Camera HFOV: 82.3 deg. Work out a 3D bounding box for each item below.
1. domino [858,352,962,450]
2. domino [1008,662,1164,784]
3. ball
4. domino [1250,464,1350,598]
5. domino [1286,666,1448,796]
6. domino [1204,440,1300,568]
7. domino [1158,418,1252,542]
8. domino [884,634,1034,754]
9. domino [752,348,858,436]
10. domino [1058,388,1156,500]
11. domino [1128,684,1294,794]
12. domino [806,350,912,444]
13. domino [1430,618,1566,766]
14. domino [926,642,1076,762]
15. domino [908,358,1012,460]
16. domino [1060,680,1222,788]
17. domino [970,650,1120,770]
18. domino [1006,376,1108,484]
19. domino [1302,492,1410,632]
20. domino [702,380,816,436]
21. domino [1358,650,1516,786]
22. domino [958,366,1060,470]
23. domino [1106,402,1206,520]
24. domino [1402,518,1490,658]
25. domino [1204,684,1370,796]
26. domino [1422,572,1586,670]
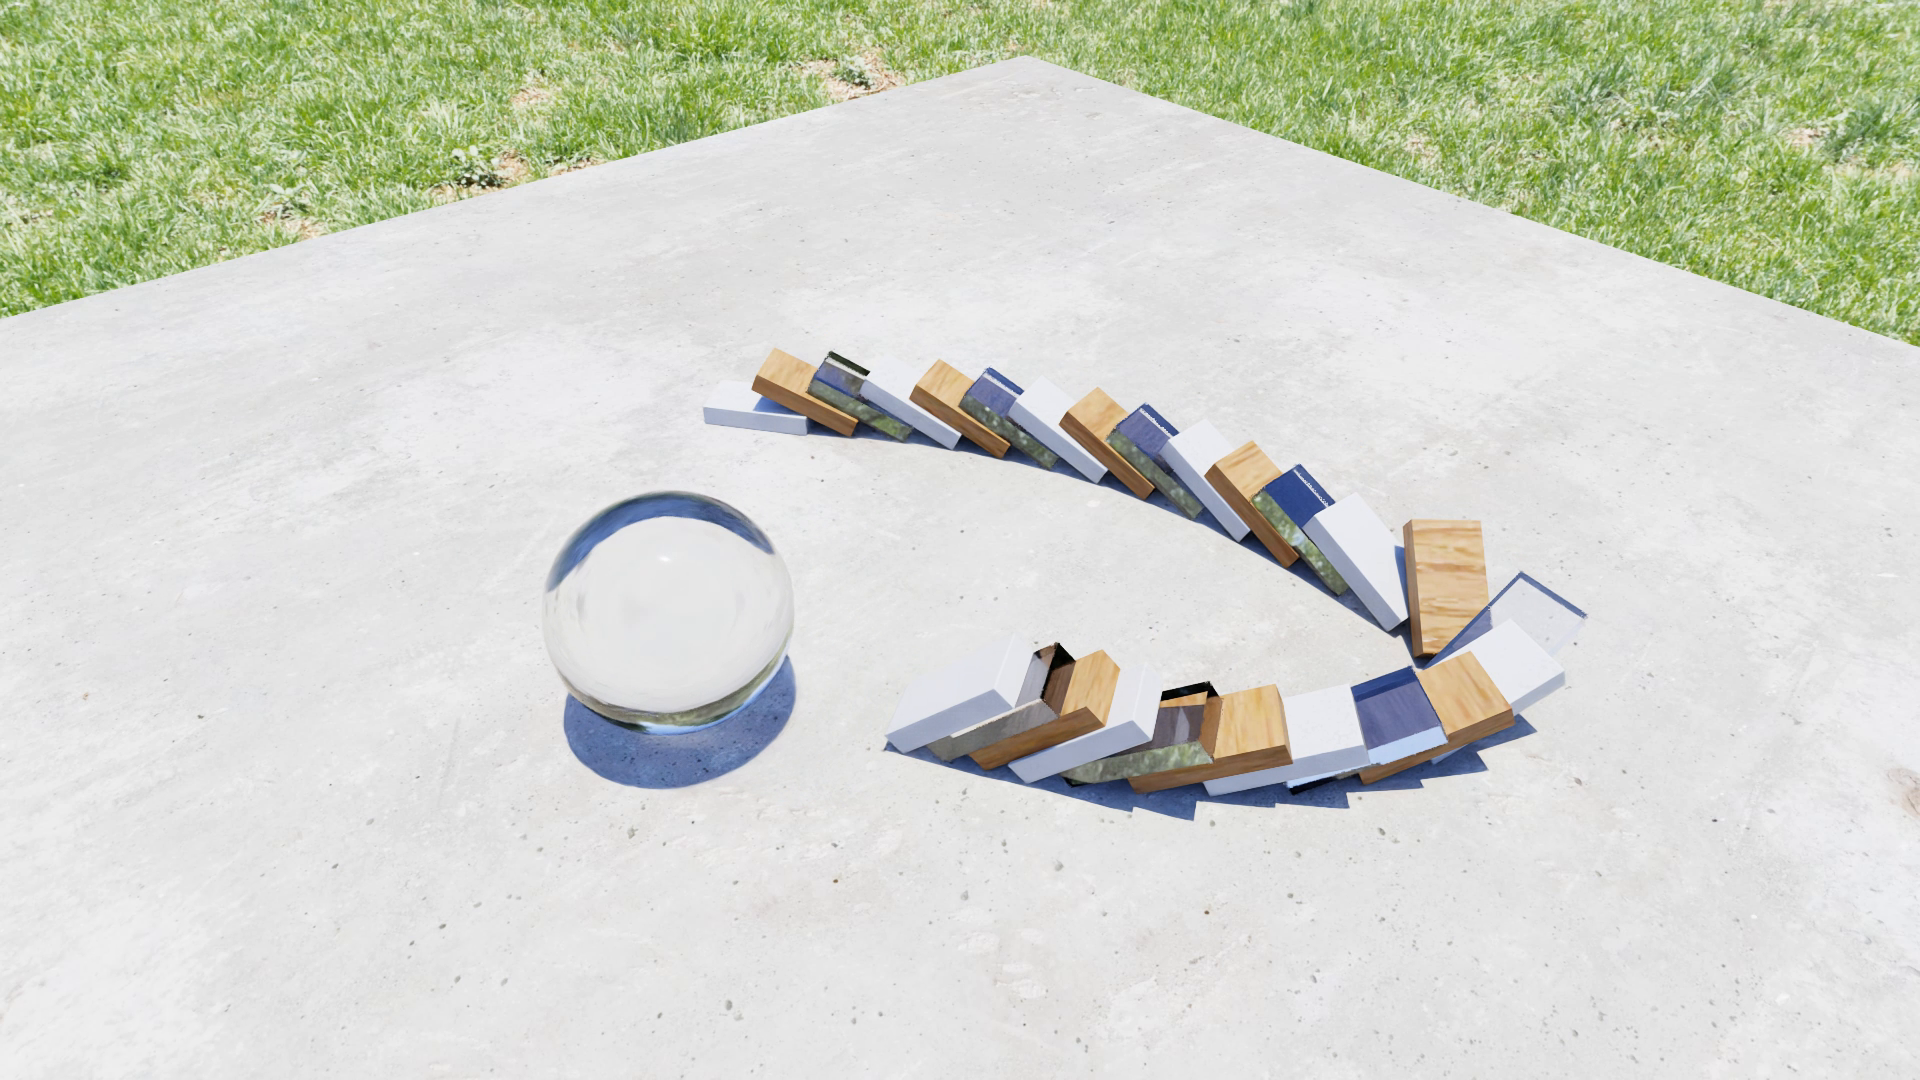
[{"bbox_3d":[-0.019,-0.064,0.506,0.050,0.009,0.025,31,44,-1],"label":"domino"},{"bbox_3d":[0.040,0.058,0.348,0.050,0.010,0.025,-29,23,36],"label":"domino"},{"bbox_3d":[-0.094,0.023,0.359,0.080,0.080,0.080,0,39,0],"label":"ball"},{"bbox_3d":[0.141,-0.004,0.433,0.025,0.010,0.050,-29,72,-31],"label":"domino"},{"bbox_3d":[0.126,0.061,0.352,0.050,0.009,0.025,-23,38,13],"label":"domino"},{"bbox_3d":[0.125,-0.015,0.446,0.025,0.009,0.050,-29,72,-31],"label":"domino"},{"bbox_3d":[0.109,-0.025,0.458,0.025,0.010,0.050,-30,72,-31],"label":"domino"},{"bbox_3d":[-0.001,0.050,0.357,0.050,0.010,0.025,-29,23,36],"label":"domino"},{"bbox_3d":[-0.069,-0.069,0.511,0.050,0.010,0.025,25,41,-7],"label":"domino"},{"bbox_3d":[0.070,-0.042,0.479,0.050,0.010,0.025,43,51,9],"label":"domino"},{"bbox_3d":[0.078,0.063,0.350,0.050,0.010,0.025,-16,35,20],"label":"domino"},{"bbox_3d":[-0.043,-0.066,0.509,0.050,0.009,0.025,27,41,-4],"label":"domino"},{"bbox_3d":[0.170,0.050,0.365,0.050,0.010,0.025,-33,45,3],"label":"domino"},{"bbox_3d":[0.013,0.053,0.354,0.050,0.010,0.025,-29,23,36],"label":"domino"},{"bbox_3d":[0.004,-0.060,0.501,0.050,0.009,0.025,33,45,1],"label":"domino"},{"bbox_3d":[0.056,0.062,0.347,0.050,0.009,0.025,-19,29,33],"label":"domino"},{"bbox_3d":[0.026,0.055,0.352,0.050,0.010,0.025,-29,23,36],"label":"domino"},{"bbox_3d":[0.048,-0.049,0.488,0.050,0.009,0.025,38,48,5],"label":"domino"},{"bbox_3d":[0.157,0.008,0.418,0.025,0.009,0.050,-25,70,-27],"label":"domino"},{"bbox_3d":[-0.093,-0.063,0.520,0.050,0.010,0.025,8,40,9],"label":"domino"},{"bbox_3d":[0.148,0.058,0.356,0.050,0.009,0.025,-26,40,10],"label":"domino"},{"bbox_3d":[0.027,-0.055,0.495,0.050,0.010,0.025,35,46,3],"label":"domino"},{"bbox_3d":[0.089,-0.034,0.469,0.050,0.009,0.025,44,52,10],"label":"domino"},{"bbox_3d":[0.178,0.018,0.401,0.025,0.010,0.050,2,73,2],"label":"domino"},{"bbox_3d":[0.101,0.064,0.349,0.050,0.009,0.025,-17,35,20],"label":"domino"},{"bbox_3d":[0.187,0.037,0.379,0.050,0.010,0.025,-43,54,-4],"label":"domino"}]
